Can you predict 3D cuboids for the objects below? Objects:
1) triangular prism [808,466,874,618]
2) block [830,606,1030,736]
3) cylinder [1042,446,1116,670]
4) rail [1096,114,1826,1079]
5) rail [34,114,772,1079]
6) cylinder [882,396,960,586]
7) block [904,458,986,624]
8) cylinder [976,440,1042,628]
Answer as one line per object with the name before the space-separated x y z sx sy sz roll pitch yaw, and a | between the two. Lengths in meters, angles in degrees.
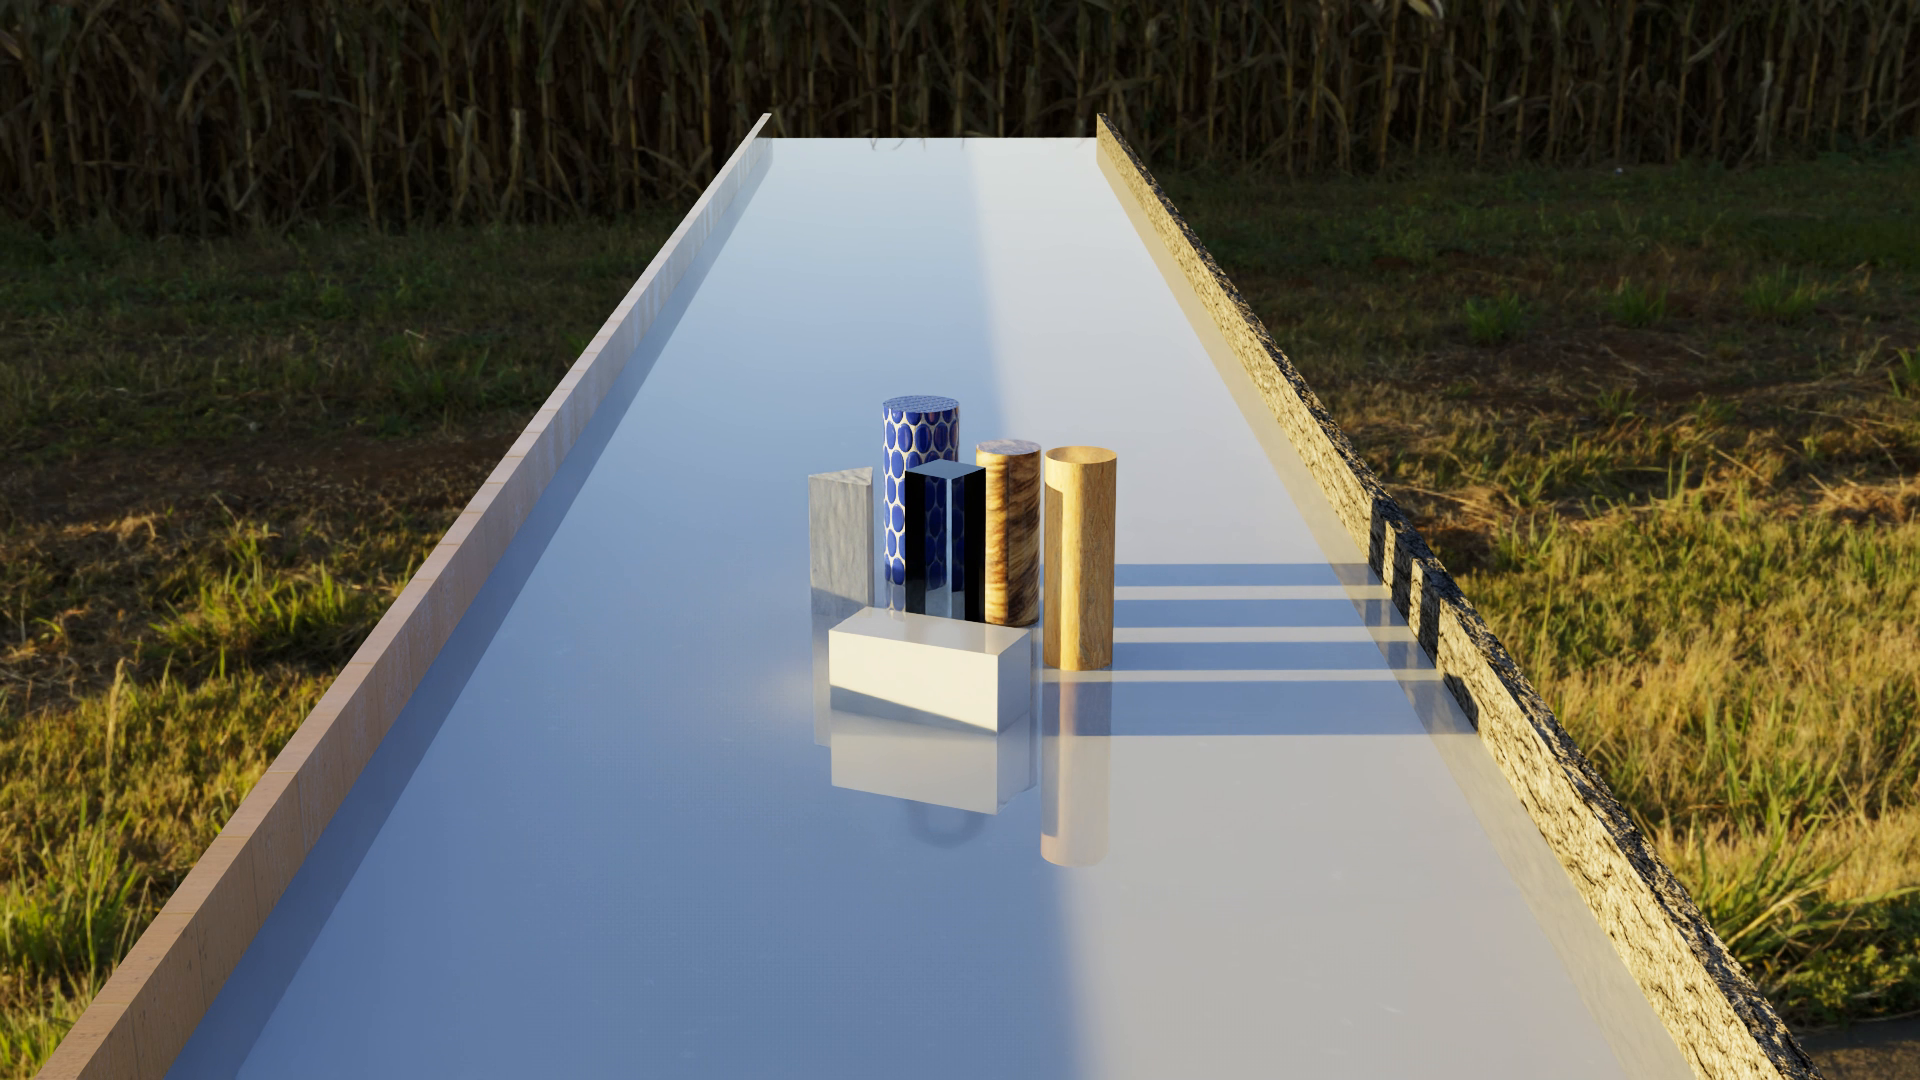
triangular prism | -0.221 0.004 4.684 0.150 0.301 0.130 9 19 29
block | -0.056 0.244 4.133 0.343 0.156 0.156 7 18 23
cylinder | 0.237 0.036 4.362 0.141 0.424 0.141 0 17 0
rail | 0.932 -0.844 7.801 0.050 0.150 12.000 0 17 -1
rail | -1.118 -0.838 7.780 0.050 0.150 12.000 0 17 -1
cylinder | -0.086 -0.109 4.898 0.169 0.397 0.169 0 17 0
block | -0.029 0.047 4.382 0.115 0.391 0.115 12 20 35
cylinder | 0.101 -0.014 4.617 0.135 0.374 0.135 0 17 0
